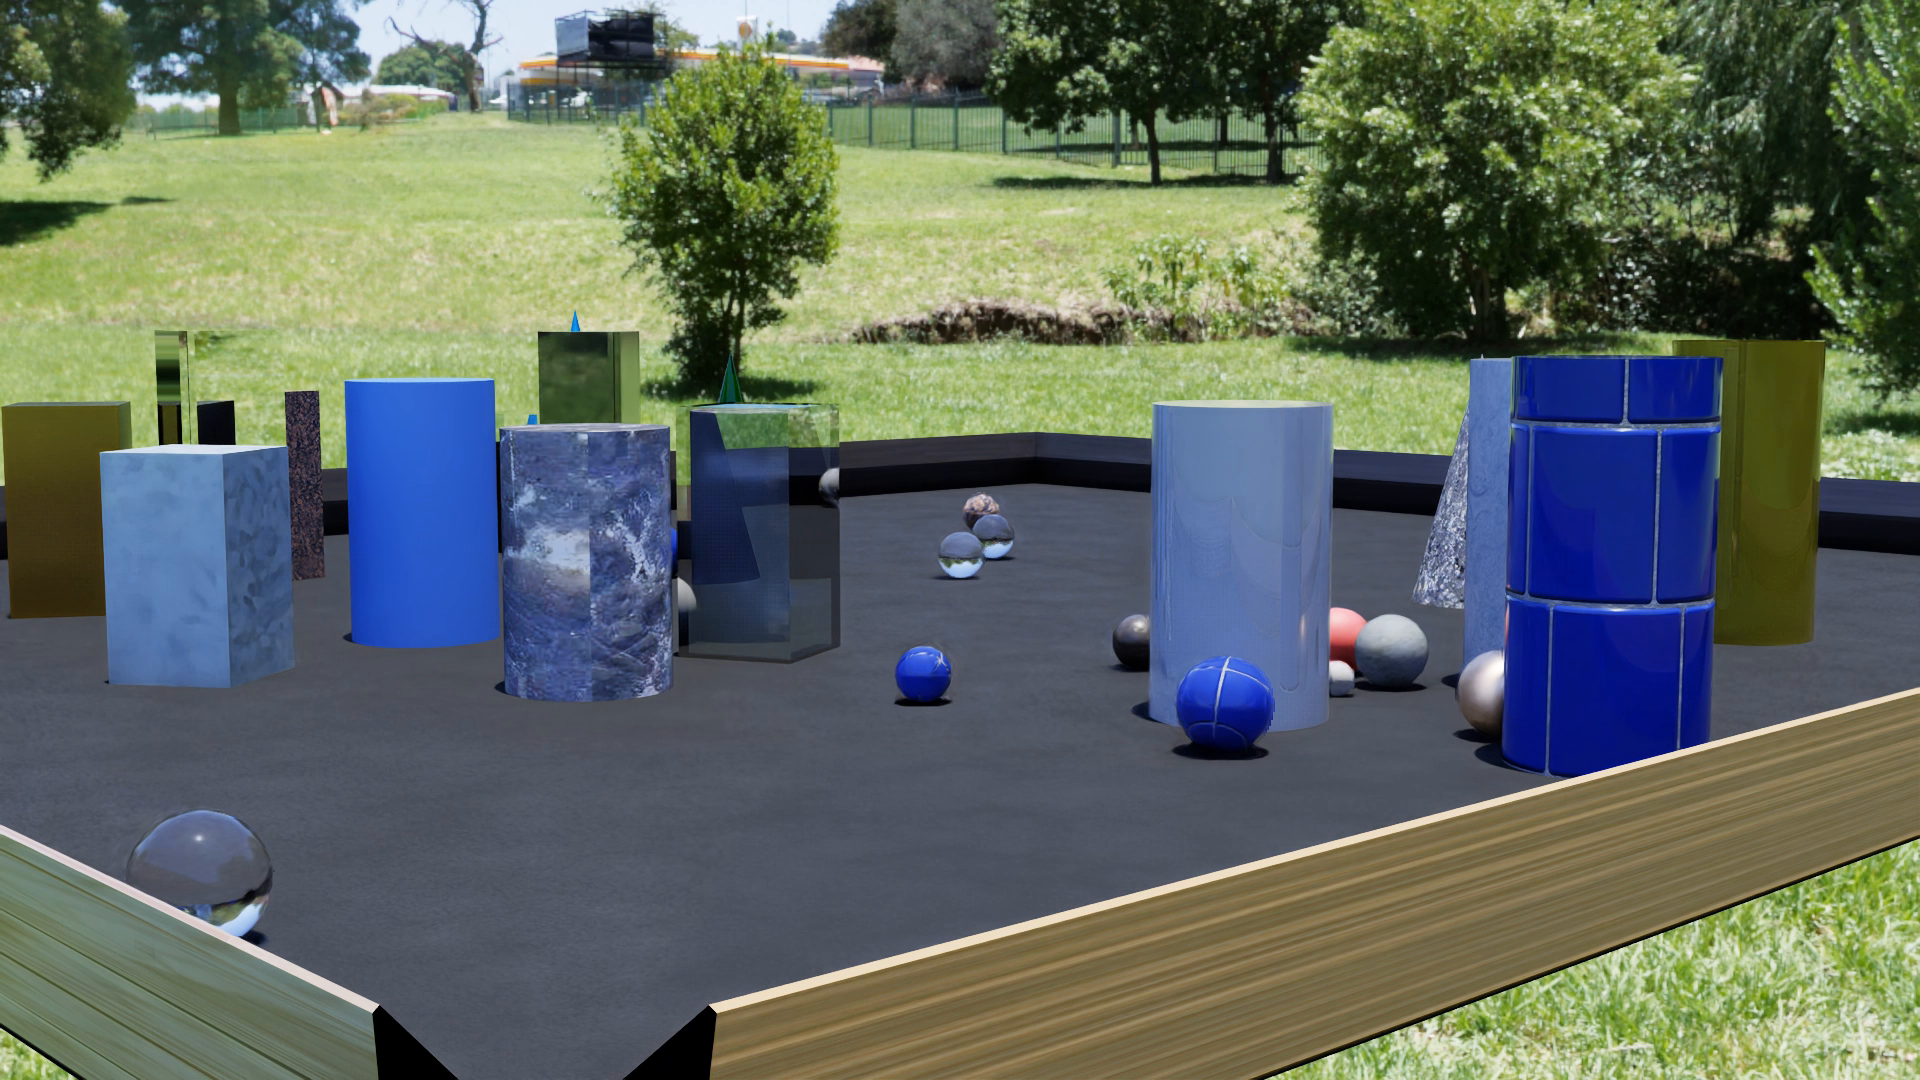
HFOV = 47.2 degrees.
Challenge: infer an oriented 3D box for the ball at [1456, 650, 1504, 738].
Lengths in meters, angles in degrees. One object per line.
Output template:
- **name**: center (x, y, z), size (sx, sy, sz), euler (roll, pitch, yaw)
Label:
- **ball**: center (0.566, 0.160, 2.299), size (0.092, 0.092, 0.092), euler (0, 6, 0)

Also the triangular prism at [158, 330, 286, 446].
- **triangular prism**: center (-0.989, -0.075, 2.988), size (0.148, 0.418, 0.171), euler (-3, 7, -30)

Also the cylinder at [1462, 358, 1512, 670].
- **cylinder**: center (0.698, -0.018, 2.591), size (0.197, 0.387, 0.197), euler (0, 6, 0)

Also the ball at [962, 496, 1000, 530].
- **ball**: center (0.043, -0.053, 4.419), size (0.075, 0.075, 0.075), euler (0, 6, 0)

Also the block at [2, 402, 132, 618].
- **block**: center (-1.318, -0.048, 3.264), size (0.158, 0.307, 0.158), euler (-2, 6, -14)

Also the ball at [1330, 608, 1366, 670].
- **ball**: center (0.466, 0.124, 2.702), size (0.081, 0.081, 0.081), euler (0, 6, 0)

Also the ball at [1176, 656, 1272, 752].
- **ball**: center (0.266, 0.166, 2.220), size (0.097, 0.097, 0.097), euler (0, 6, 0)

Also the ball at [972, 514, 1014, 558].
- **ball**: center (0.059, -0.006, 3.957), size (0.079, 0.079, 0.079), euler (0, 6, 0)

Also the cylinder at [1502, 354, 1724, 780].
- **cylinder**: center (0.636, 0.021, 2.152), size (0.197, 0.399, 0.197), euler (0, 6, 0)

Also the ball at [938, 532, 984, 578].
- **ball**: center (0.002, 0.025, 3.666), size (0.078, 0.078, 0.078), euler (0, 6, 0)

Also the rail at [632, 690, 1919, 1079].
- **rail**: center (1.098, 0.157, 2.148), size (3.564, 0.128, 0.045), euler (-5, 8, -42)

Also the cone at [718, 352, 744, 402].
- **cone**: center (-0.392, -0.136, 3.773), size (0.197, 0.375, 0.197), euler (0, 6, 0)

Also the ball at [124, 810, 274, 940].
- **ball**: center (-0.530, 0.237, 1.532), size (0.099, 0.099, 0.099), euler (0, 6, 0)

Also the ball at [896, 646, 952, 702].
- **ball**: center (-0.042, 0.153, 2.504), size (0.065, 0.065, 0.065), euler (0, 6, 0)

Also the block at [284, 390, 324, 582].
- **block**: center (-1.173, -0.091, 3.644), size (0.158, 0.312, 0.158), euler (4, 7, 32)

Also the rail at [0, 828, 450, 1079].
- **rail**: center (-1.292, 0.157, 2.146), size (0.045, 0.128, 3.287), euler (-5, 8, -42)

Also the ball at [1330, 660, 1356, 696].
- **ball**: center (0.437, 0.160, 2.547), size (0.041, 0.041, 0.041), euler (0, 6, 0)

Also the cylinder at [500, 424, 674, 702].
- **cylinder**: center (-0.439, 0.021, 2.592), size (0.197, 0.308, 0.197), euler (0, 6, 0)

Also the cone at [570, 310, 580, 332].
- **cone**: center (-0.753, -0.230, 4.324), size (0.197, 0.447, 0.197), euler (0, 6, 0)

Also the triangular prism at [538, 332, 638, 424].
- **triangular prism**: center (-0.582, -0.140, 3.650), size (0.171, 0.410, 0.148), euler (4, 7, 32)

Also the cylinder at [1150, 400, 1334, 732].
- **cylinder**: center (0.307, 0.022, 2.409), size (0.197, 0.344, 0.197), euler (0, 6, 0)

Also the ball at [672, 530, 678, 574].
- **ball**: center (-0.497, 0.020, 3.687), size (0.083, 0.083, 0.083), euler (0, 6, 0)

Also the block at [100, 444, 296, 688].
- **block**: center (-0.925, 0.028, 2.676), size (0.158, 0.277, 0.158), euler (1, 6, 11)

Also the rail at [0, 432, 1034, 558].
- **rail**: center (-1.098, -0.090, 4.516), size (3.564, 0.128, 0.045), euler (-5, 8, -42)

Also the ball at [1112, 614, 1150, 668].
- **ball**: center (0.223, 0.127, 2.741), size (0.067, 0.067, 0.067), euler (0, 6, 0)

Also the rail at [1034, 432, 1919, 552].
- **rail**: center (1.292, -0.090, 4.518), size (0.045, 0.128, 3.287), euler (-5, 8, -42)

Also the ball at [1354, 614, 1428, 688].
- **ball**: center (0.511, 0.131, 2.604), size (0.087, 0.087, 0.087), euler (0, 6, 0)

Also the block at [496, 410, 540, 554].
- **block**: center (-0.791, -0.110, 4.091), size (0.158, 0.257, 0.158), euler (4, 7, 30)

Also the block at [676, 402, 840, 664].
- **block**: center (-0.261, -0.014, 2.862), size (0.158, 0.323, 0.158), euler (2, 6, 20)

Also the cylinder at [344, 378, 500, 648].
- **cylinder**: center (-0.729, -0.042, 2.989), size (0.197, 0.351, 0.197), euler (0, 6, 0)

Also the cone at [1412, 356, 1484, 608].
- **cone**: center (0.794, -0.095, 3.363), size (0.197, 0.380, 0.197), euler (0, 6, 0)

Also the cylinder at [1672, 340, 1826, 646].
- **cylinder**: center (1.070, -0.070, 3.006), size (0.197, 0.403, 0.197), euler (0, 6, 0)
